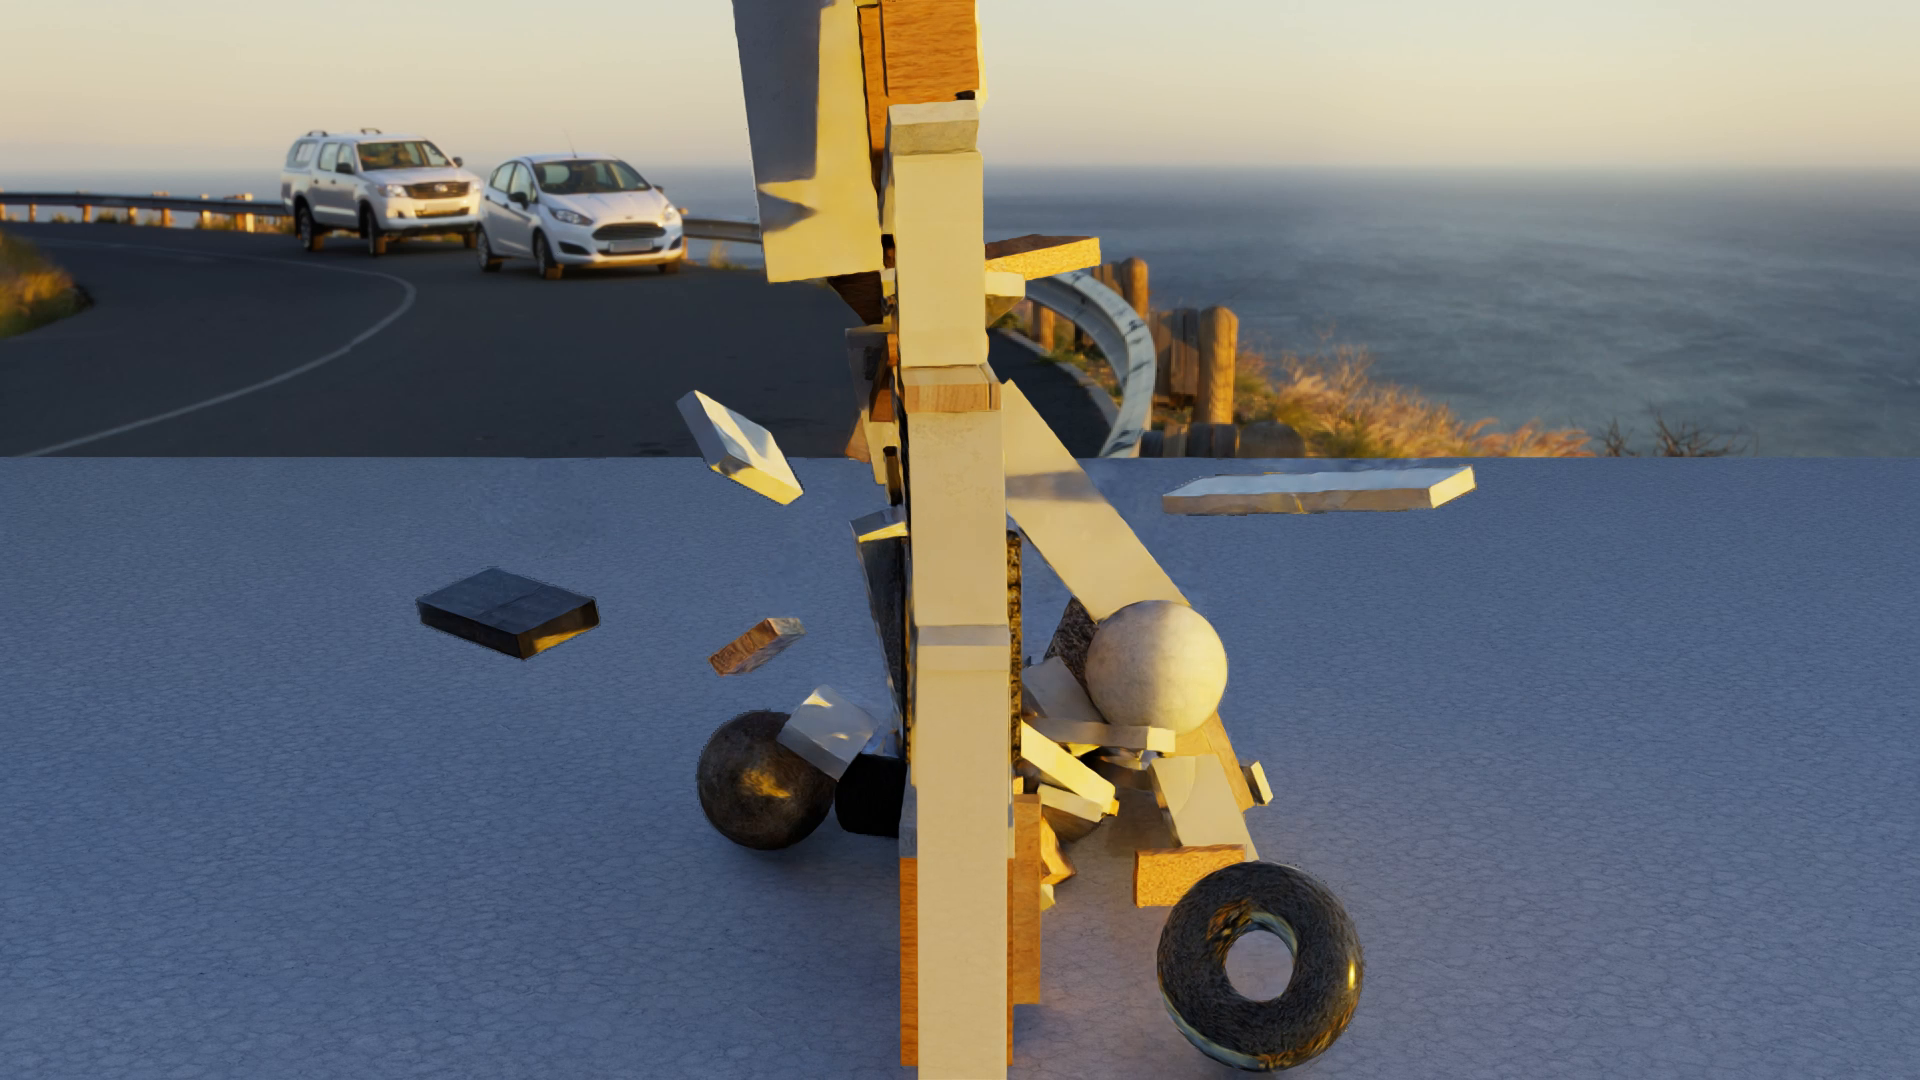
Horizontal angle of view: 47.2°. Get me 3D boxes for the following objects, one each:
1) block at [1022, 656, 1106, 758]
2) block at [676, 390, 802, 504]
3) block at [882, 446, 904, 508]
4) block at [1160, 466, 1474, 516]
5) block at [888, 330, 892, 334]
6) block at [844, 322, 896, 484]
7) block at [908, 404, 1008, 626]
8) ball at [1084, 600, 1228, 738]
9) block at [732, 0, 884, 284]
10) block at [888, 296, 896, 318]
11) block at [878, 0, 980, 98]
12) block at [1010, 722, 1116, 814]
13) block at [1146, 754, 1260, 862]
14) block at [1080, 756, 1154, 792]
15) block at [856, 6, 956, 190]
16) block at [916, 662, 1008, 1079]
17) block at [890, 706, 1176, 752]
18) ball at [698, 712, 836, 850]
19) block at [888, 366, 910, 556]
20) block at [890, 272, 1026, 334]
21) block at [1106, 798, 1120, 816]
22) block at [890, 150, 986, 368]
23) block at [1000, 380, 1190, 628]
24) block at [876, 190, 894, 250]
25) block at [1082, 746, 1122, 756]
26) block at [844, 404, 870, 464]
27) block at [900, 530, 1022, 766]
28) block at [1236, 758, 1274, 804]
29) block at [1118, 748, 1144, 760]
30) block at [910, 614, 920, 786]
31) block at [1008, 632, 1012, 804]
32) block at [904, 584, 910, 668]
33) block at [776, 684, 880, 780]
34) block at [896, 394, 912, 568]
[{"bbox_3d":[0.181,0.292,3.842,0.091,0.026,0.182,-20,59,-28],"label":"block"},{"bbox_3d":[-0.380,-0.158,3.810,0.040,0.140,0.280,-35,-23,12],"label":"block"},{"bbox_3d":[-0.046,-0.035,3.424,0.123,0.247,0.035,-9,29,-7],"label":"block"},{"bbox_3d":[0.642,-0.088,4.024,0.131,0.037,0.612,-23,15,-41],"label":"block"},{"bbox_3d":[-0.066,-0.273,3.335,0.065,0.130,0.018,-9,54,1],"label":"block"},{"bbox_3d":[-0.087,-0.216,3.483,0.140,0.040,0.378,-9,-31,1],"label":"block"},{"bbox_3d":[-0.002,-0.032,2.867,0.123,0.285,0.035,-1,11,0],"label":"block"},{"bbox_3d":[0.343,0.227,3.844,0.248,0.248,0.248,0,11,0],"label":"ball"},{"bbox_3d":[-0.220,-0.629,3.101,0.169,0.520,0.048,-8,22,-4],"label":"block"},{"bbox_3d":[-0.061,-0.311,3.257,0.065,0.131,0.018,-13,45,4],"label":"block"},{"bbox_3d":[-0.044,-0.701,2.841,0.121,0.242,0.034,-7,21,-9],"label":"block"},{"bbox_3d":[0.090,0.364,3.653,0.177,0.050,0.390,3,-22,34],"label":"block"},{"bbox_3d":[0.420,0.480,3.805,0.125,0.035,0.249,-3,44,-15],"label":"block"},{"bbox_3d":[0.319,0.440,4.161,0.125,0.035,0.347,9,-2,-17],"label":"block"},{"bbox_3d":[-0.068,-0.608,3.001,0.121,0.242,0.034,-7,19,-9],"label":"block"},{"bbox_3d":[0.003,0.442,2.874,0.117,0.580,0.033,0,11,0],"label":"block"},{"bbox_3d":[0.121,0.319,3.710,0.467,0.036,0.129,2,-6,26],"label":"block"},{"bbox_3d":[-0.340,0.425,3.887,0.245,0.245,0.245,0,11,0],"label":"ball"},{"bbox_3d":[-0.024,-0.115,3.149,0.123,0.295,0.035,0,-27,-13],"label":"block"},{"bbox_3d":[-0.006,-0.328,3.123,0.117,0.033,0.233,1,-12,-21],"label":"block"},{"bbox_3d":[0.179,0.419,3.865,0.091,0.026,0.306,5,-22,30],"label":"block"},{"bbox_3d":[-0.027,-0.374,2.930,0.117,0.282,0.033,-4,18,-6],"label":"block"},{"bbox_3d":[0.194,-0.038,3.996,0.153,0.526,0.043,-38,-2,-4],"label":"block"},{"bbox_3d":[-0.109,-0.562,3.259,0.169,0.338,0.048,1,28,19],"label":"block"},{"bbox_3d":[0.216,0.370,4.156,0.109,0.031,0.218,31,-15,-14],"label":"block"},{"bbox_3d":[-0.116,-0.298,3.773,0.043,0.307,0.153,22,23,-8],"label":"block"},{"bbox_3d":[0.002,0.166,3.341,0.177,0.354,0.050,-3,18,-9],"label":"block"},{"bbox_3d":[0.497,0.447,4.141,0.023,0.081,0.196,-36,22,-33],"label":"block"},{"bbox_3d":[0.307,0.414,4.382,0.112,0.056,0.016,22,-9,21],"label":"block"},{"bbox_3d":[-0.002,0.213,3.058,0.134,0.267,0.038,0,18,0],"label":"block"},{"bbox_3d":[0.011,0.243,2.995,0.117,0.233,0.033,0,11,1],"label":"block"},{"bbox_3d":[-0.006,0.206,3.230,0.134,0.318,0.038,-3,22,0],"label":"block"},{"bbox_3d":[-0.228,0.333,3.852,0.129,0.036,0.257,34,15,2],"label":"block"},{"bbox_3d":[-0.013,-0.083,3.019,0.123,0.246,0.035,-5,1,-20],"label":"block"}]
